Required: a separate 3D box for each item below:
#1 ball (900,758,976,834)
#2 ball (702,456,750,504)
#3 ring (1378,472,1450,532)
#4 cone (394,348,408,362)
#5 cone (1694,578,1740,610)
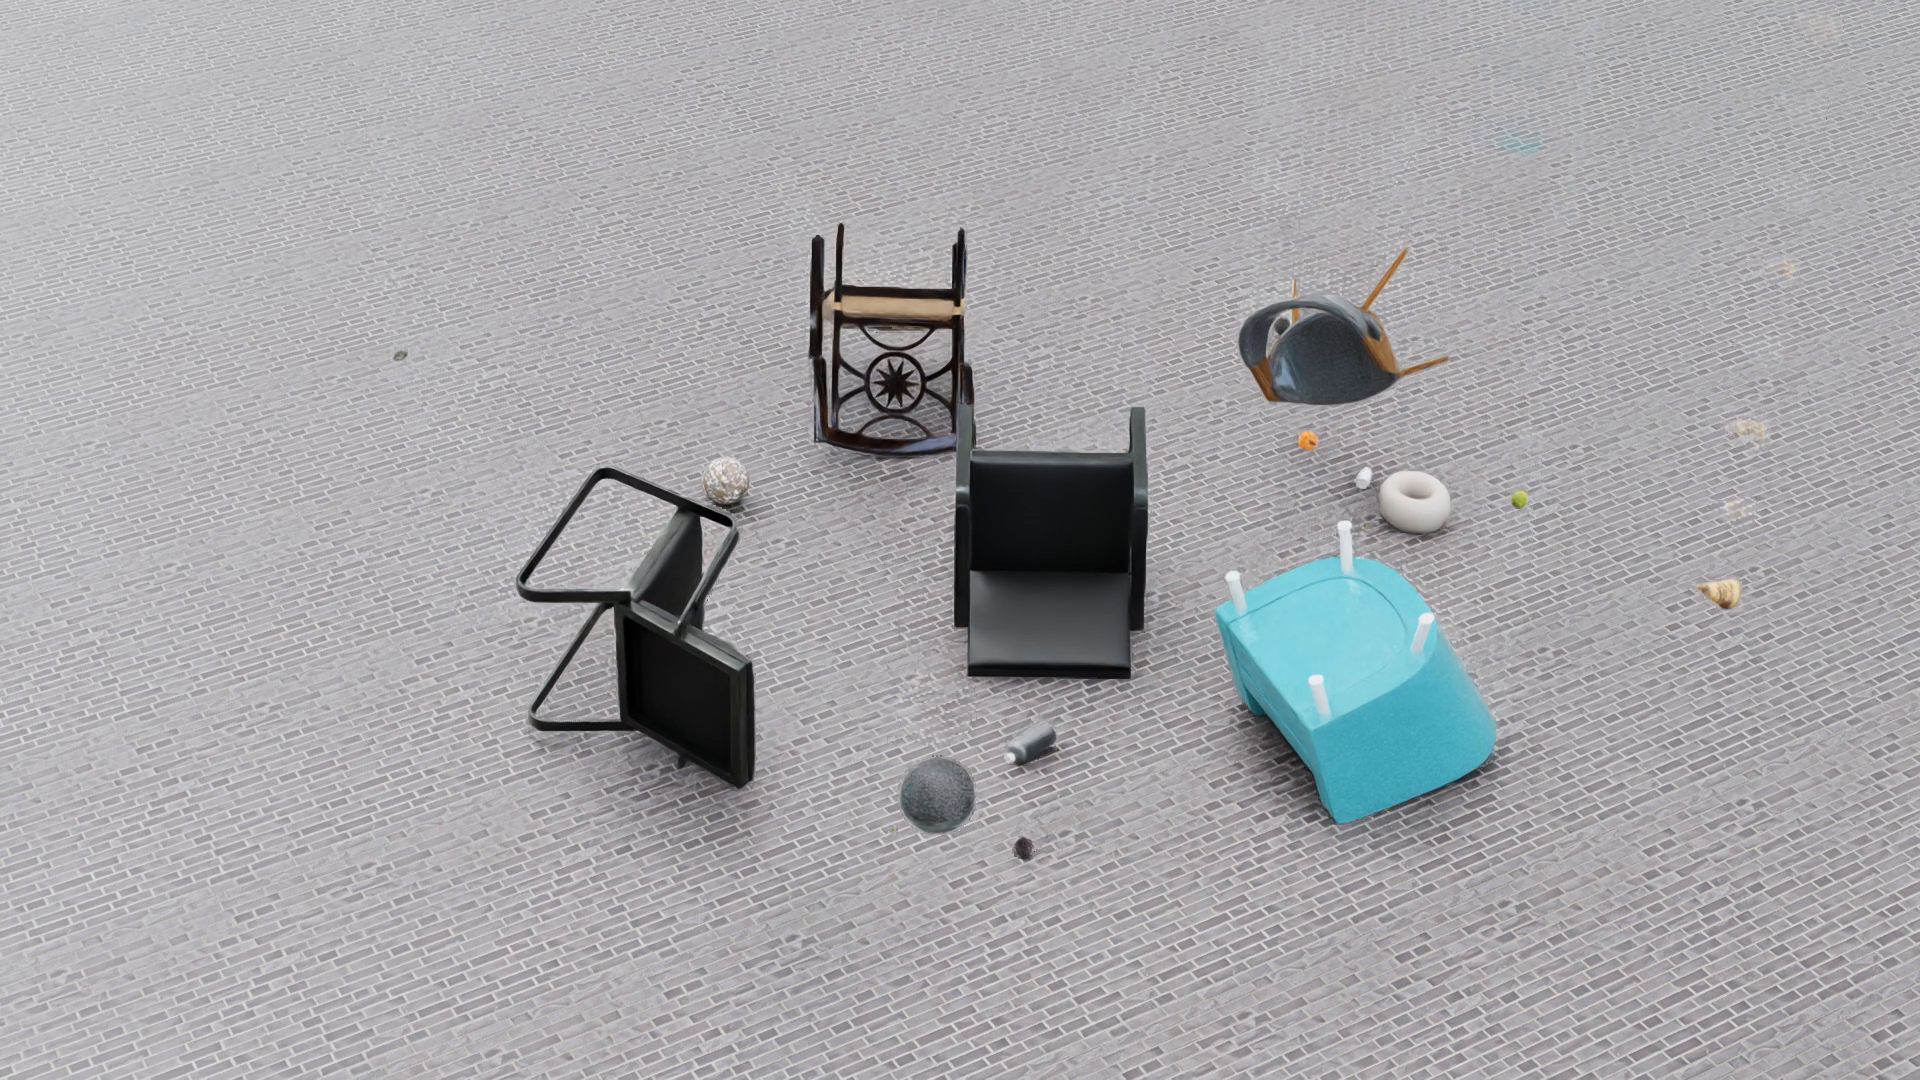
[{"bbox_3d":[-0.068,0.772,8.852,0.229,0.229,0.229,0,33,0],"label":"ball"},{"bbox_3d":[-0.889,-0.224,11.120,0.182,0.182,0.182,0,33,0],"label":"ball"},{"bbox_3d":[1.709,-0.142,11.028,0.259,0.144,0.284,-20,41,-25],"label":"ring"},{"bbox_3d":[-2.221,-0.744,11.608,0.062,0.047,0.063,-27,40,-5],"label":"cone"},{"bbox_3d":[2.615,0.174,10.202,0.181,0.112,0.098,11,10,-32],"label":"cone"}]
